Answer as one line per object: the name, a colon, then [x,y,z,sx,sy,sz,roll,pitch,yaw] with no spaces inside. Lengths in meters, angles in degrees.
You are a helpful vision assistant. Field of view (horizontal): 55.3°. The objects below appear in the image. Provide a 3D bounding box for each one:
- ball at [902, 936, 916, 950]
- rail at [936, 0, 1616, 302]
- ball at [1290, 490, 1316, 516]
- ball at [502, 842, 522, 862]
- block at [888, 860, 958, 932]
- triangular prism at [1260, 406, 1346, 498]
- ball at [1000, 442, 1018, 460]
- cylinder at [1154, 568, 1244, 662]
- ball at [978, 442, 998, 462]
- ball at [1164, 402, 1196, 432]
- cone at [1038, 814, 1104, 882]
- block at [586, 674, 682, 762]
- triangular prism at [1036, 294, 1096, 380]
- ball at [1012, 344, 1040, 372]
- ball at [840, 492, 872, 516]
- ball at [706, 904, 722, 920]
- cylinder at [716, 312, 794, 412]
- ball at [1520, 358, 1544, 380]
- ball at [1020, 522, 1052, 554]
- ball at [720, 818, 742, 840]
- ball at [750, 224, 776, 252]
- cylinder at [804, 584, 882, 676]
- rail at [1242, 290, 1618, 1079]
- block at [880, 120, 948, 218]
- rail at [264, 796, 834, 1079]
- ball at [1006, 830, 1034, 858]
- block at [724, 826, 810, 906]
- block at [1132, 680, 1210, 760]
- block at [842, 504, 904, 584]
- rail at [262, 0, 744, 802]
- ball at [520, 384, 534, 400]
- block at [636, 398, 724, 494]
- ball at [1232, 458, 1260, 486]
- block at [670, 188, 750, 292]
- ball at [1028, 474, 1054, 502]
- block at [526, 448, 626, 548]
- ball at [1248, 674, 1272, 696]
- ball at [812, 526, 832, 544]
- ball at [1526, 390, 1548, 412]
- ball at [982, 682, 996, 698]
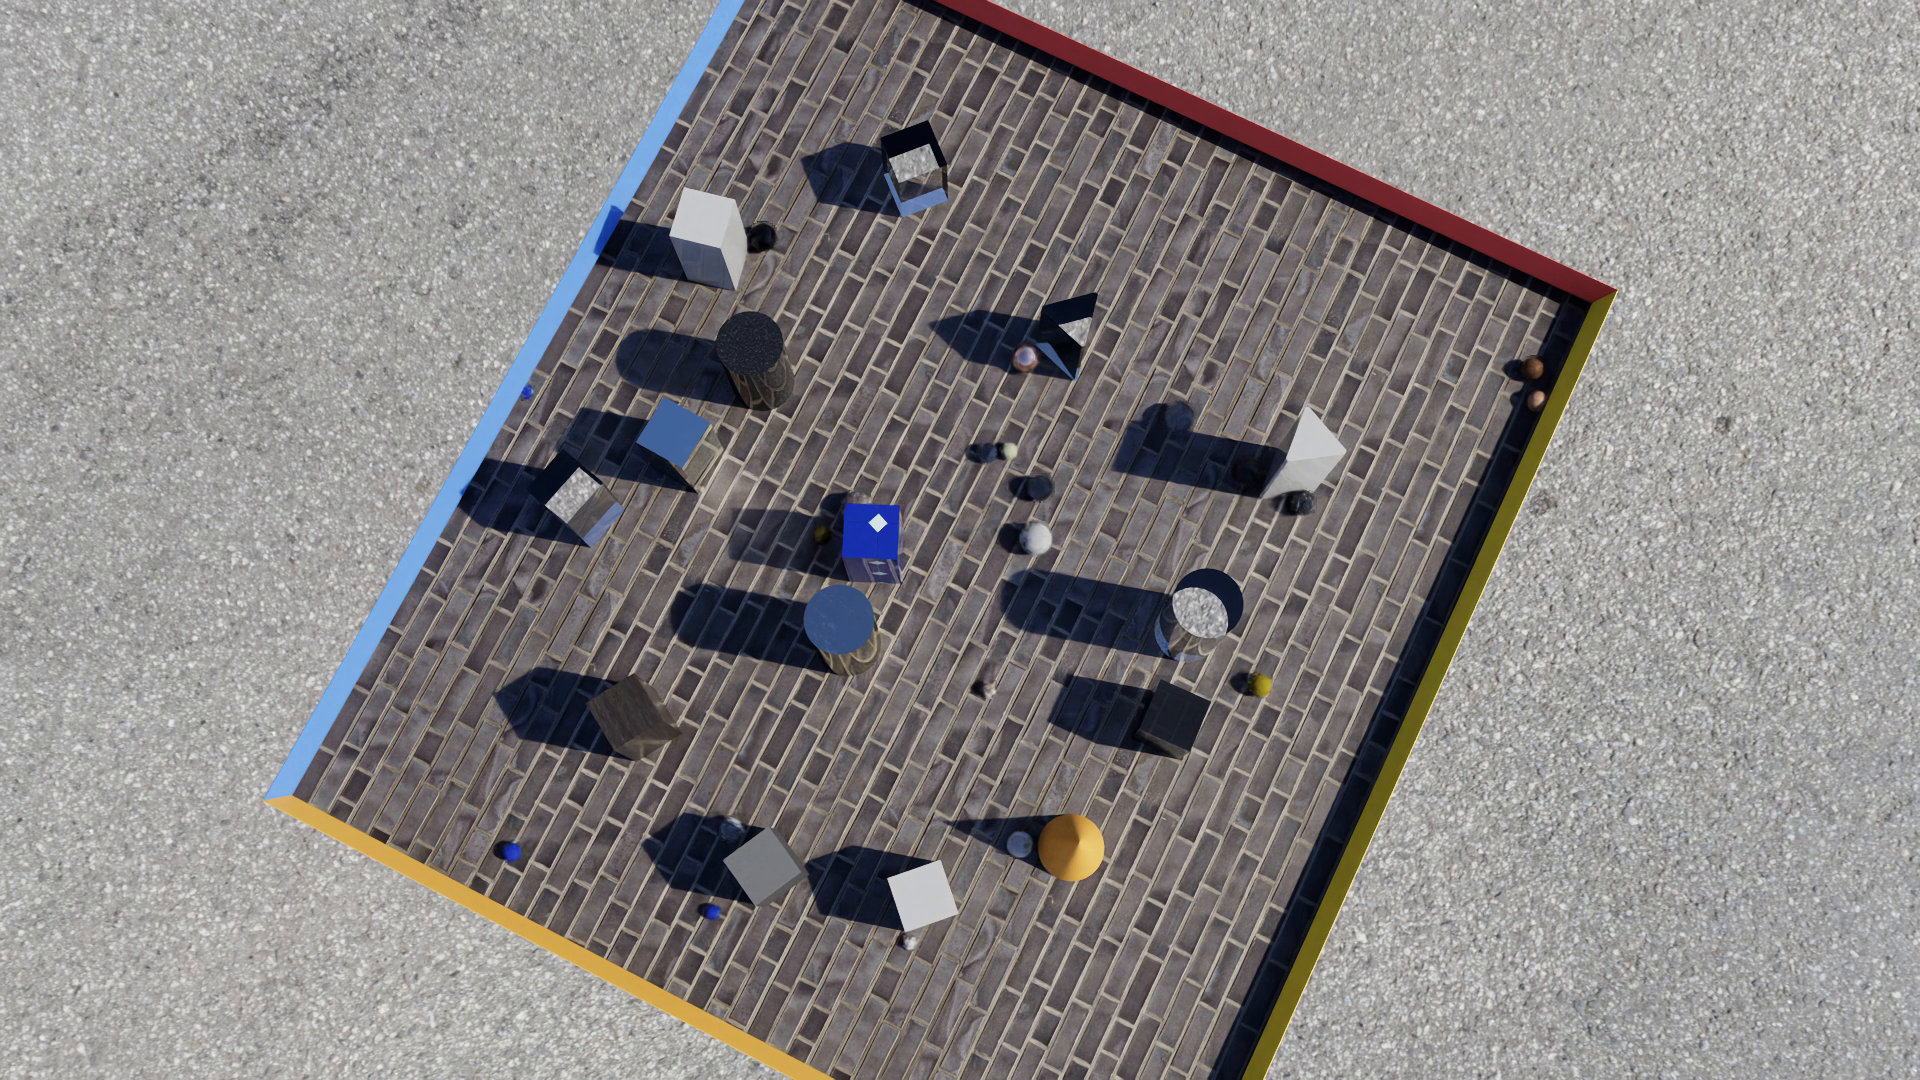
ball: [-0.147,1.176,5.352,0.041,0.041,0.041,0,78,0]
rail: [0.708,-1.379,5.836,2.932,0.128,0.045,26,80,5]
ball: [1.048,-0.112,5.601,0.075,0.075,0.075,0,78,0]
ball: [-1.319,0.919,5.398,0.056,0.056,0.056,0,78,0]
block: [-0.104,1.025,5.266,0.158,0.272,0.158,-19,79,-4]
triangular prism: [0.997,-0.260,5.429,0.171,0.474,0.148,-8,78,-2]
ball: [0.150,-0.275,5.646,0.055,0.055,0.055,0,78,0]
cylinder: [0.688,0.224,5.322,0.197,0.487,0.197,0,78,0]
ball: [0.086,-0.269,5.640,0.063,0.063,0.063,0,78,0]
ball: [0.677,-0.379,5.647,0.094,0.094,0.094,0,78,0]
cone: [0.329,0.870,5.233,0.197,0.399,0.197,0,78,0]
block: [-0.942,0.519,5.318,0.158,0.374,0.158,-32,80,-6]
triangular prism: [0.353,-0.642,5.569,0.171,0.353,0.148,44,82,8]
ball: [0.204,-0.565,5.689,0.087,0.087,0.087,0,78,0]
ball: [-0.316,-0.099,5.587,0.099,0.099,0.099,0,78,0]
ball: [-0.722,1.090,5.368,0.046,0.046,0.046,0,78,0]
cylinder: [-0.614,-0.536,5.534,0.197,0.380,0.197,0,78,0]
ball: [1.776,-0.532,5.691,0.069,0.069,0.069,0,78,0]
ball: [0.230,-0.003,5.567,0.098,0.098,0.098,0,78,0]
ball: [-0.675,0.853,5.406,0.067,0.067,0.067,0,78,0]
ball: [-0.620,-0.952,5.769,0.087,0.087,0.087,0,78,0]
cylinder: [-0.337,0.268,5.324,0.197,0.465,0.197,0,78,0]
rail: [1.290,0.638,5.418,0.045,0.128,3.212,26,80,5]
block: [-0.141,-1.154,5.712,0.158,0.282,0.158,-21,79,-4]
rail: [-0.708,1.393,5.262,2.932,0.128,0.045,26,80,5]
ball: [0.176,0.894,5.392,0.077,0.077,0.077,0,78,0]
block: [-0.554,0.942,5.271,0.158,0.296,0.158,-36,81,-7]
block: [0.616,0.528,5.373,0.158,0.263,0.158,24,79,5]
block: [-0.254,0.014,5.416,0.158,0.388,0.158,2,78,0]
rail: [-1.290,-0.625,5.679,0.045,0.128,3.212,26,80,5]
ball: [-1.345,-0.459,5.688,0.045,0.045,0.045,0,78,0]
block: [-0.837,-0.281,5.507,0.158,0.328,0.158,29,80,6]
ball: [0.877,-0.210,5.615,0.088,0.088,0.088,0,78,0]
block: [-0.763,-0.916,5.612,0.158,0.380,0.158,14,79,3]
ball: [0.246,-0.159,5.609,0.080,0.080,0.080,0,78,0]
block: [-1.140,-0.121,5.461,0.158,0.354,0.158,39,81,7]
ball: [0.898,0.435,5.491,0.070,0.070,0.070,0,78,0]
ball: [-0.421,-0.014,5.590,0.058,0.058,0.058,0,78,0]
ball: [1.789,-0.429,5.671,0.068,0.068,0.068,0,78,0]
ball: [0.086,0.450,5.501,0.044,0.044,0.044,0,78,0]
